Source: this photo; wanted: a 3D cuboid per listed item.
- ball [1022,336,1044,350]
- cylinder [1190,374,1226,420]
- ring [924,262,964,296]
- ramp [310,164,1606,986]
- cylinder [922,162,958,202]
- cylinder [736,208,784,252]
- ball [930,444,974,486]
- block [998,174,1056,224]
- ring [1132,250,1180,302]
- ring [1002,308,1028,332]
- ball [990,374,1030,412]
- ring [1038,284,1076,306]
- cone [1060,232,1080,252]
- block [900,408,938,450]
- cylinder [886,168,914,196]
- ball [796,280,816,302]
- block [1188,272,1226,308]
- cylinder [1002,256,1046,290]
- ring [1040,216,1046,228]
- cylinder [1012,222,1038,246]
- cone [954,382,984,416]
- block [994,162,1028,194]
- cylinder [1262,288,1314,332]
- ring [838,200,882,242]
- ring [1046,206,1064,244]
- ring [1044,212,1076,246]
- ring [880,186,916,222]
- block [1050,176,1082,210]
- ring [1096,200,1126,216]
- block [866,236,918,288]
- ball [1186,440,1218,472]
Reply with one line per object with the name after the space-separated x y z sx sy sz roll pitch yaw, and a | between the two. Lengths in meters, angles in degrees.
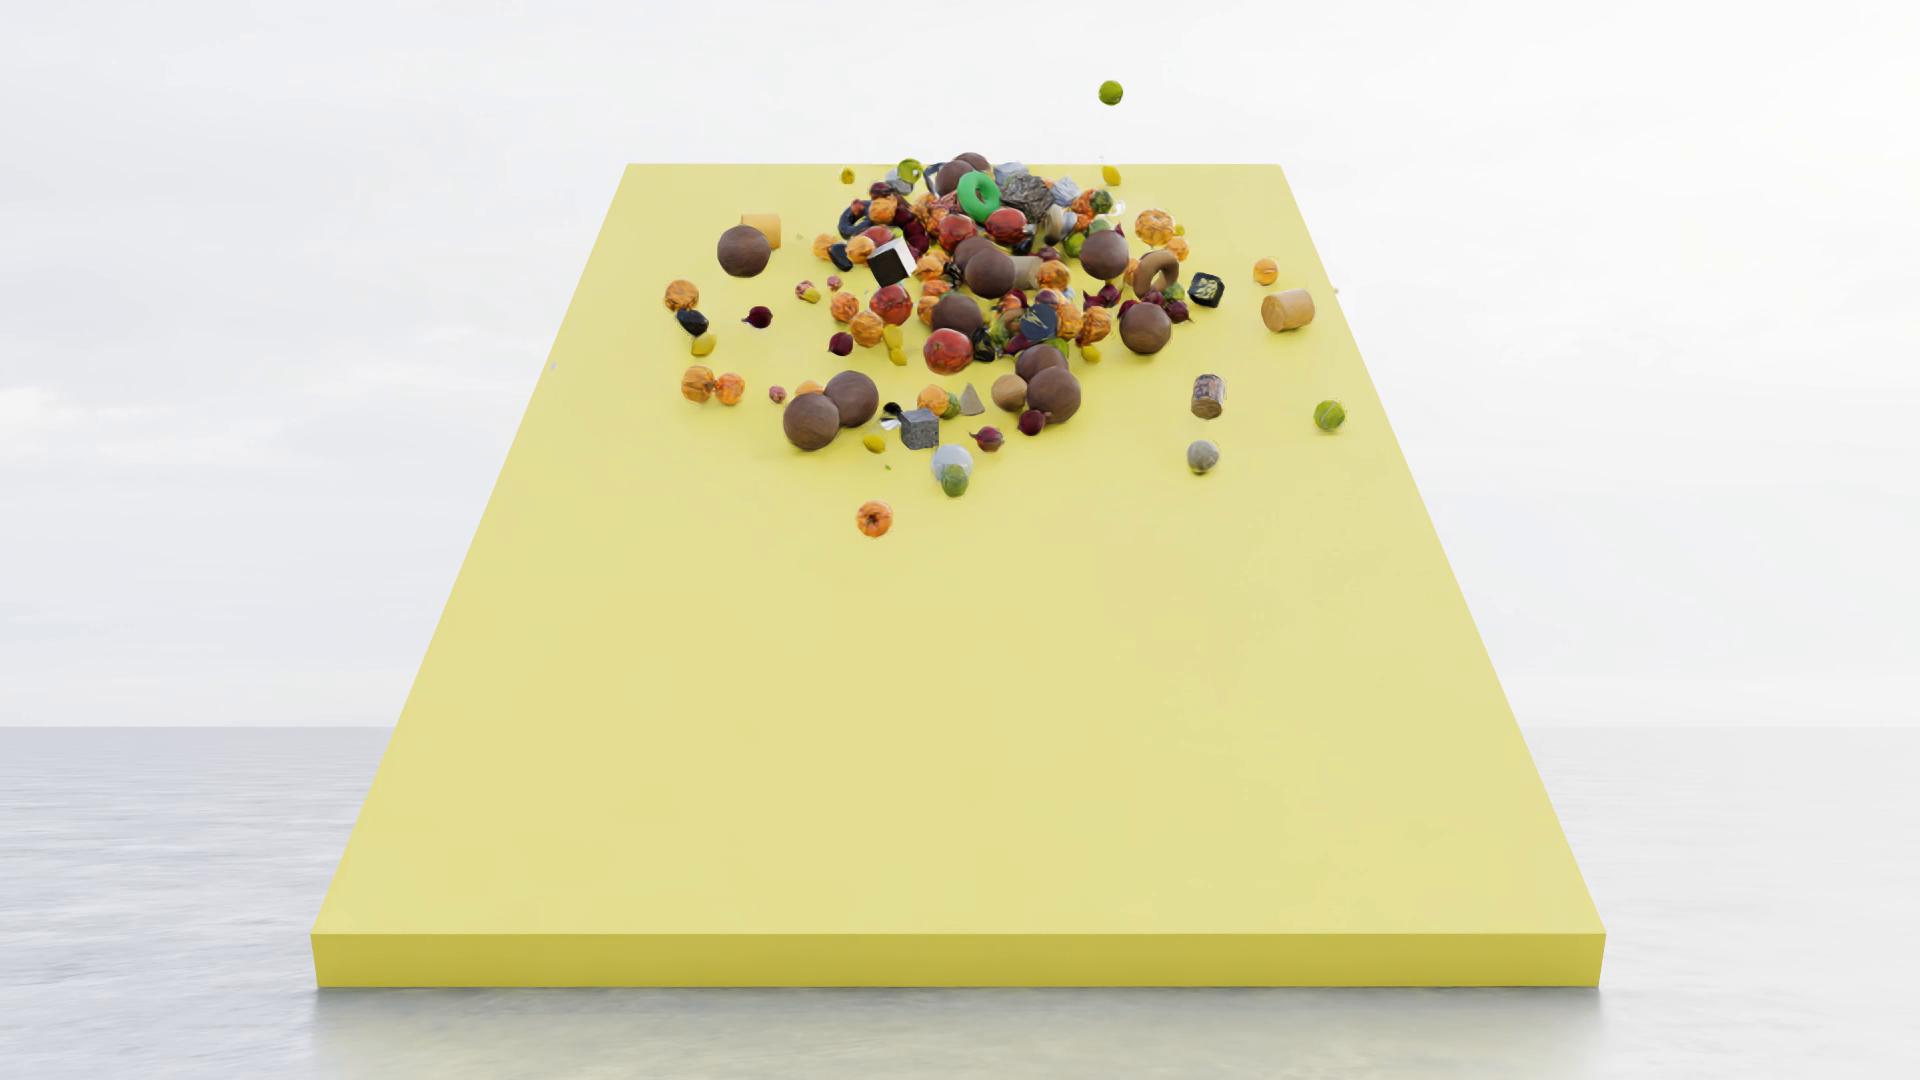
0.182 -0.495 5.825 0.054 0.054 0.054 0 -4 0 | ball
0.567 -0.327 5.391 0.073 0.073 0.073 7 -37 5 | cylinder
-0.042 -0.683 6.177 0.105 0.105 0.035 -1 -29 11 | ring
-0.010 -0.228 5.455 2.000 0.100 4.000 0 26 0 | ramp
-0.055 -1.031 6.817 0.086 0.086 0.086 -17 -24 -8 | cylinder
-0.548 -0.849 6.483 0.099 0.099 0.099 19 -11 -22 | cylinder
-0.019 -0.162 5.099 0.094 0.094 0.094 0 -4 0 | ball
0.185 -0.936 6.479 0.094 0.094 0.094 14 -26 46 | block
0.508 -0.682 6.105 0.146 0.146 0.049 5 27 -47 | ring
0.143 -0.537 5.752 0.078 0.026 0.078 -5 -37 -3 | ring
0.116 -0.341 5.470 0.089 0.089 0.089 0 -4 0 | ball
0.251 -0.638 6.142 0.100 0.033 0.100 1 26 0 | ring
0.292 -0.821 6.490 0.054 0.054 0.054 3 7 -38 | cone
-0.091 -0.250 5.308 0.067 0.067 0.067 -10 28 -20 | block
-0.165 -0.986 6.493 0.063 0.063 0.063 2 26 -27 | cylinder
-0.402 -0.648 6.134 0.053 0.053 0.053 0 -4 0 | ball
0.637 -0.646 6.094 0.064 0.064 0.064 17 -11 31 | block
0.167 -0.702 6.195 0.085 0.085 0.085 6 -1 33 | cylinder
0.239 -0.916 6.671 0.100 0.033 0.100 24 29 -14 | ring
0.182 -0.861 6.538 0.063 0.063 0.063 7 -40 6 | cylinder
0.022 -0.337 5.479 0.074 0.074 0.074 0 26 0 | cone
0.151 -1.061 6.944 0.079 0.079 0.079 -13 29 -17 | block
0.827 -0.580 5.951 0.095 0.095 0.095 -15 3 -27 | cylinder
-0.277 -0.883 6.522 0.136 0.136 0.045 -3 -33 32 | ring
0.254 -0.852 6.360 0.035 0.104 0.104 5 -5 -9 | ring
0.275 -0.853 6.464 0.039 0.117 0.117 43 -13 -9 | ring
-0.176 -0.959 6.713 0.128 0.043 0.128 44 3 -3 | ring
0.290 -0.978 6.666 0.065 0.065 0.065 -35 -4 -35 | block
0.434 -0.955 6.786 0.087 0.029 0.087 -8 27 4 | ring
-0.166 -0.673 5.722 0.081 0.081 0.081 -22 19 22 | block
0.532 -0.185 5.174 0.072 0.072 0.072 0 -4 0 | ball
